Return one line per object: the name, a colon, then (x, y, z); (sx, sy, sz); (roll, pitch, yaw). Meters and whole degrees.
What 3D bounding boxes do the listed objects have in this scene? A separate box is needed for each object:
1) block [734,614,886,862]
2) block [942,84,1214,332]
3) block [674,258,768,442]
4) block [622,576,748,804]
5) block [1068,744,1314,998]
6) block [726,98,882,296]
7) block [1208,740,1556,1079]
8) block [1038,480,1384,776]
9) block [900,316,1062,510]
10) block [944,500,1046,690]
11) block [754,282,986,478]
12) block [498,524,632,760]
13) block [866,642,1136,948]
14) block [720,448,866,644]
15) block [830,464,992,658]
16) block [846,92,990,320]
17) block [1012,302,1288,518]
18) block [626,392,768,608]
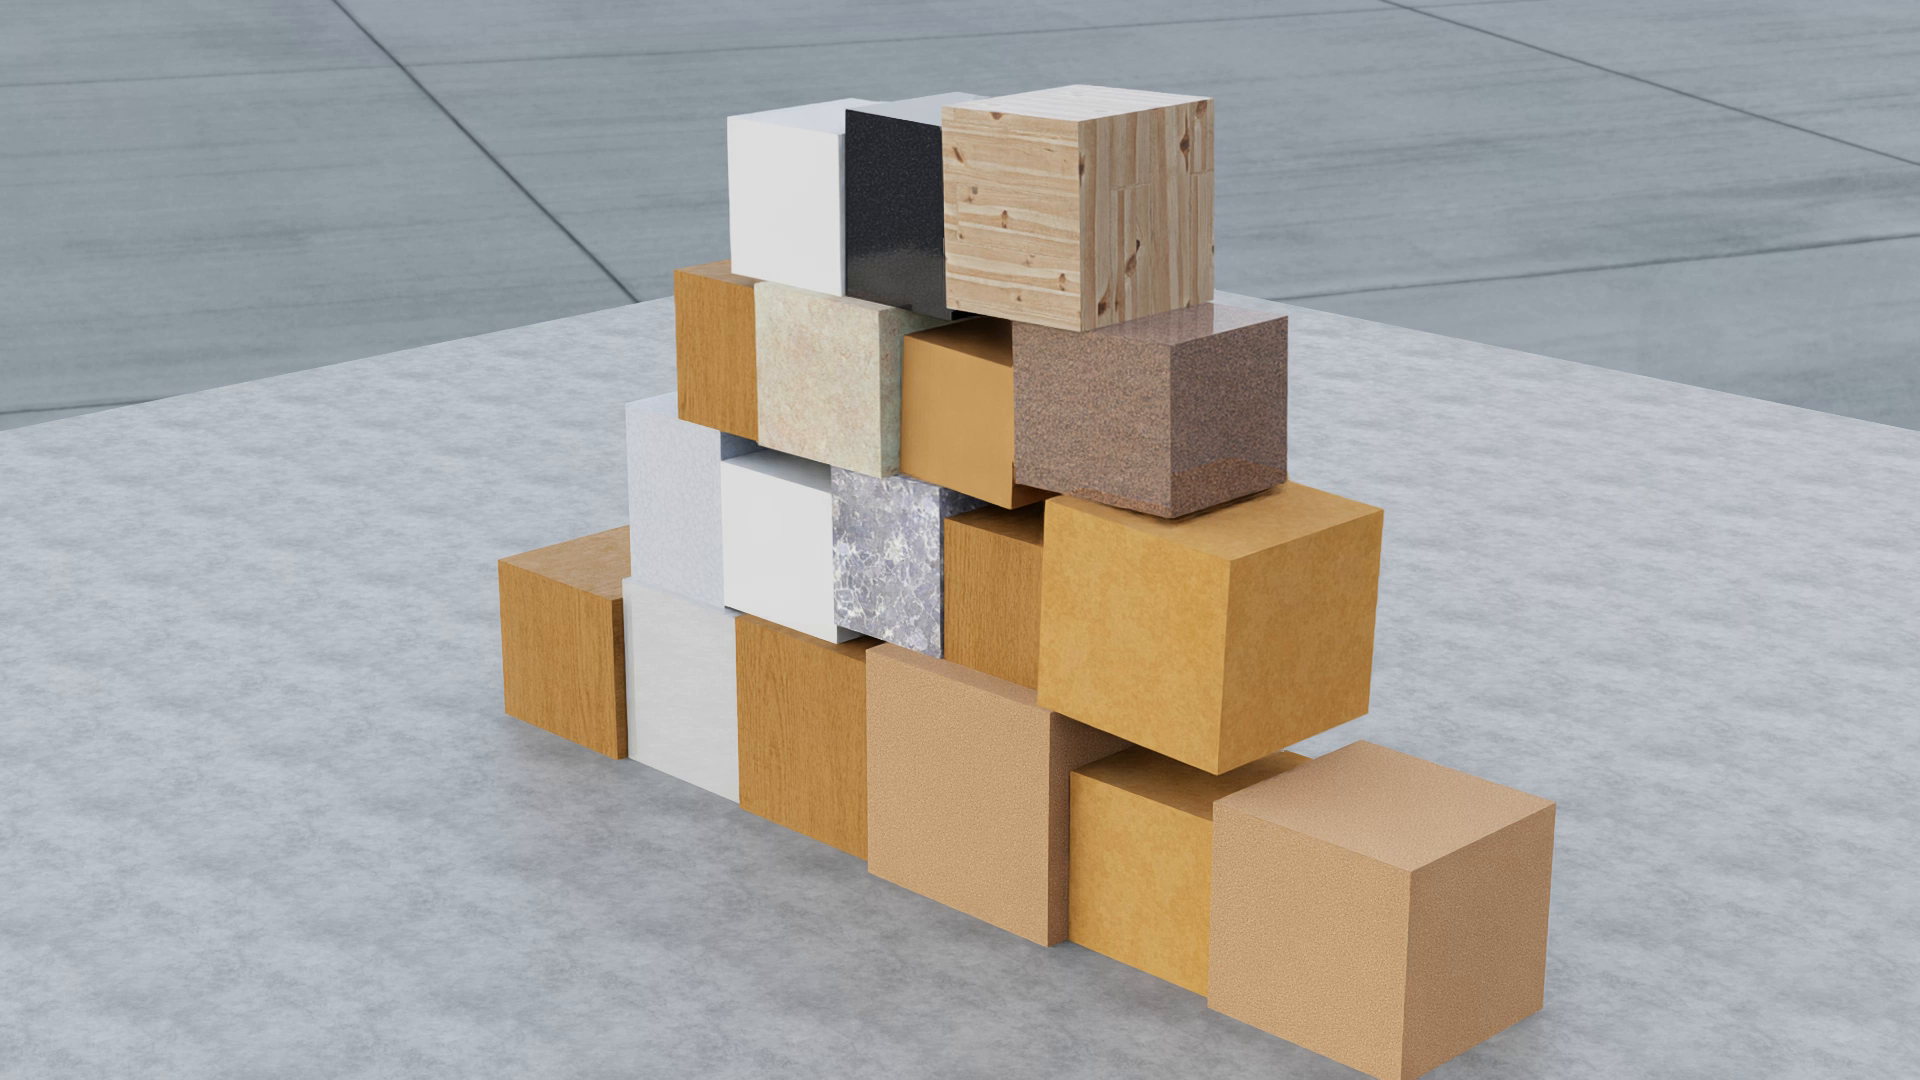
block: (-0.401, 0.842, 14.037); (0.901, 0.977, 0.988); (-17, 24, -42)
block: (0.503, -1.417, 12.370); (0.837, 0.858, 0.776); (-17, 22, -42)
block: (-0.840, -0.935, 13.958); (0.692, 0.727, 0.749); (17, 24, 42)
block: (-1.084, 0.657, 14.667); (0.792, 0.951, 0.887); (-17, 24, -42)
block: (1.068, 1.366, 12.673); (0.841, 0.794, 0.843); (-17, 24, -42)
block: (-0.519, -1.581, 13.410); (0.773, 0.720, 0.742); (-17, 23, -42)
block: (1.723, 1.502, 12.030); (0.977, 0.921, 0.989); (-17, 24, -42)
block: (1.046, 0.286, 12.334); (0.992, 0.918, 1.002); (-17, 26, -42)
block: (0.221, -0.583, 12.901); (0.665, 0.626, 0.688); (-17, 27, -42)
block: (0.438, 0.209, 12.959); (0.755, 0.656, 0.679); (-17, 24, -42)
block: (-0.331, -0.809, 13.410); (0.876, 0.758, 0.817); (-17, 23, -42)
block: (-1.734, 0.508, 15.308); (0.927, 0.851, 0.941); (-17, 24, -42)
block: (0.363, 1.014, 13.305); (1.090, 1.087, 1.134); (-17, 24, -42)
block: (-0.588, -0.025, 13.968); (0.744, 0.719, 0.799); (-17, 24, -42)
block: (-0.062, -0.002, 13.410); (0.777, 0.789, 0.697); (-17, 23, -42)
block: (-0.024, -1.480, 12.890); (0.665, 0.828, 0.689); (18, 25, 42)
block: (0.798, -0.587, 12.307); (0.744, 0.716, 0.875); (-17, 22, -42)
block: (-1.128, -0.245, 14.466); (0.725, 0.892, 0.711); (-17, 24, -42)
